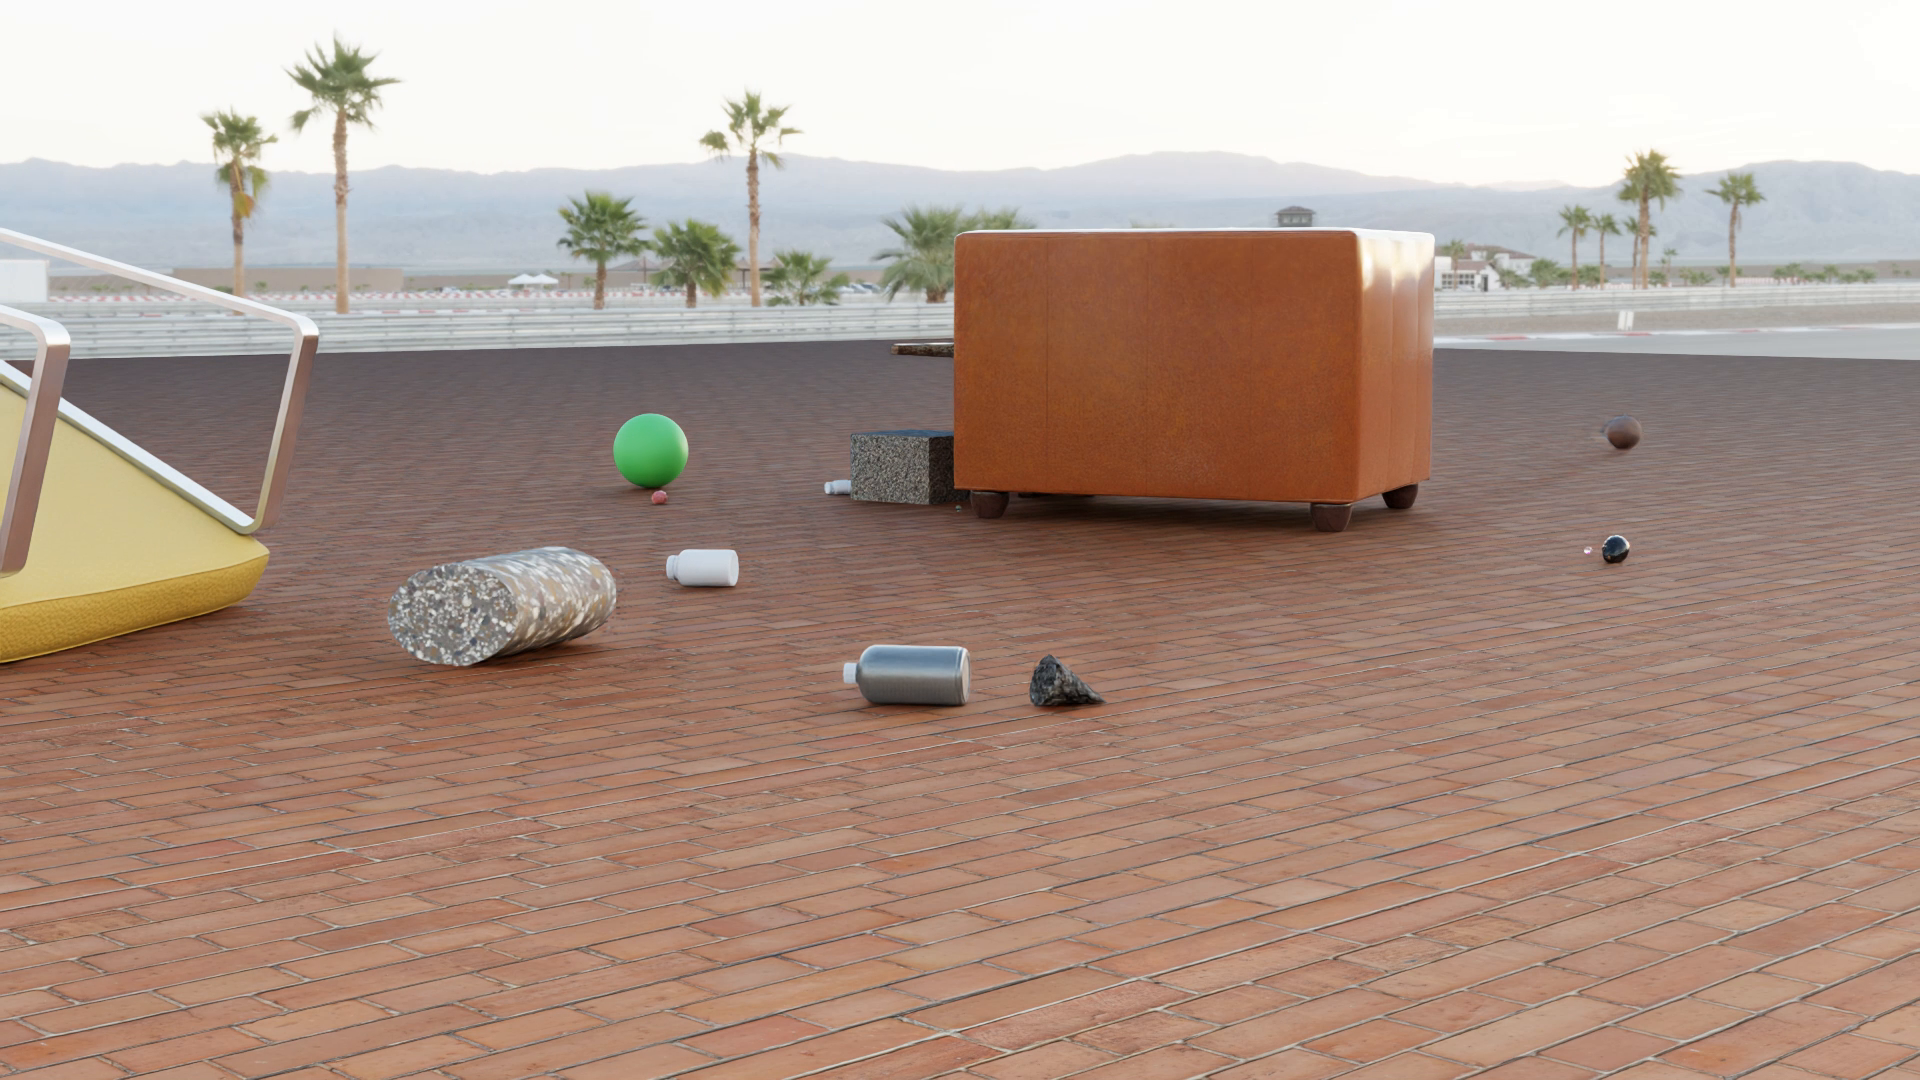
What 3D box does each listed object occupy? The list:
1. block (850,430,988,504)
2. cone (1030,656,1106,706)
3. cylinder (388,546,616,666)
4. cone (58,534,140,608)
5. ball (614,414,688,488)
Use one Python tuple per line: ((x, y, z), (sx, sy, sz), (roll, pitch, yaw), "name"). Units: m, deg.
((-0.121, -0.219, 7.590), (0.298, 0.194, 0.274), (5, 7, 38), "block")
((0.178, 0.234, 3.952), (0.111, 0.082, 0.106), (20, 1, -16), "cone")
((-0.795, 0.113, 4.477), (0.263, 0.171, 0.316), (-4, 4, 24), "cylinder")
((-1.749, 0.093, 5.176), (0.152, 0.173, 0.130), (34, -38, -8), "cone")
((-0.960, -0.277, 7.969), (0.232, 0.232, 0.232), (0, 6, 0), "ball")
